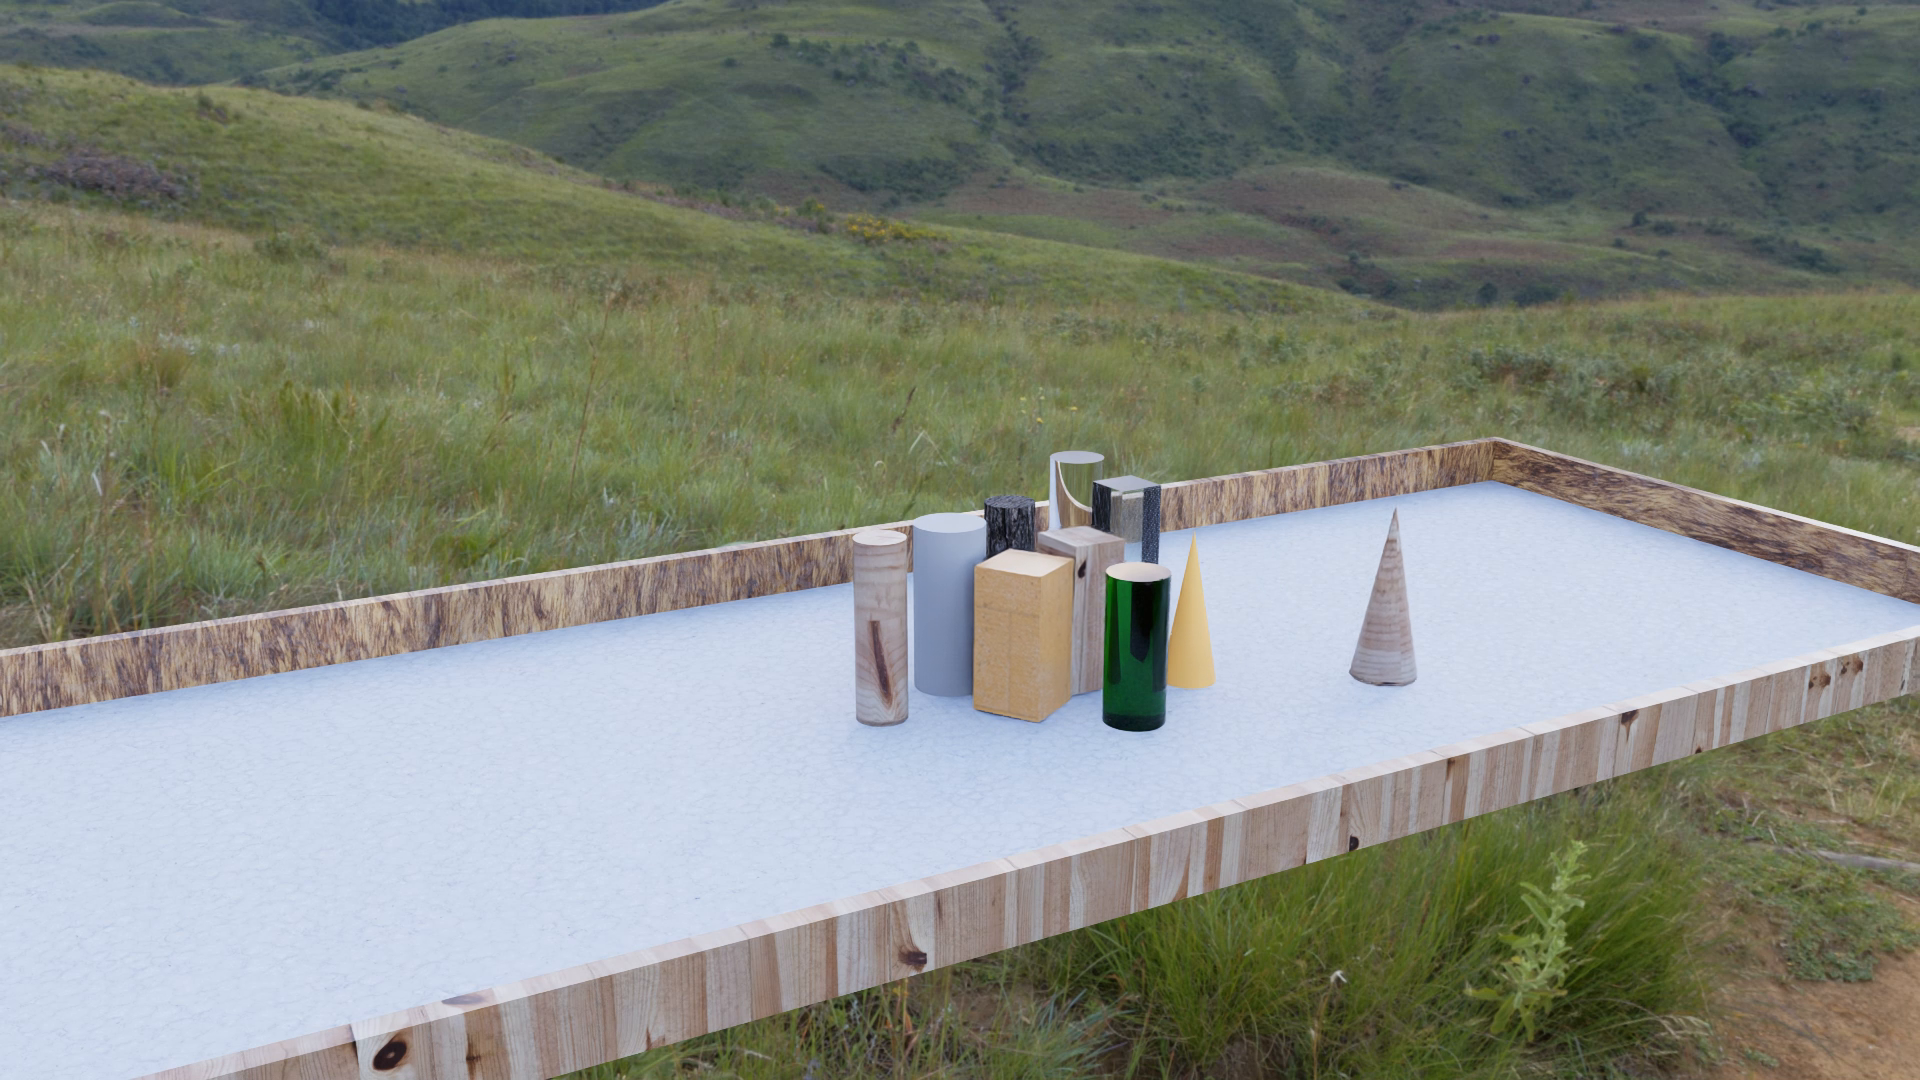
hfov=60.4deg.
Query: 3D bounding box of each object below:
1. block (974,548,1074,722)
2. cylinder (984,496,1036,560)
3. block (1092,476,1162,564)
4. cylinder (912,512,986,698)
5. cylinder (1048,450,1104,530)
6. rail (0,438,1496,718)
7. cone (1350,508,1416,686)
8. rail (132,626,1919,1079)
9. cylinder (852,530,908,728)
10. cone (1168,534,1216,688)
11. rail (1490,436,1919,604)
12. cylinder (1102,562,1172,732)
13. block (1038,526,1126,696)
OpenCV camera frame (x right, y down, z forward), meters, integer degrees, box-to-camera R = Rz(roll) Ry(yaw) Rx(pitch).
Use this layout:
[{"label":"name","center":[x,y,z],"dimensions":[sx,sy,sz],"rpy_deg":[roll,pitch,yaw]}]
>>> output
[{"label":"block","center":[0.152,0.226,3.947],"dimensions":[0.174,0.359,0.174],"rpy_deg":[9,18,28]},{"label":"cylinder","center":[0.129,0.092,4.334],"dimensions":[0.133,0.399,0.133],"rpy_deg":[0,16,0]},{"label":"block","center":[0.433,0.066,4.343],"dimensions":[0.126,0.444,0.126],"rpy_deg":[-10,19,-31]},{"label":"cylinder","center":[-0.025,0.159,4.071],"dimensions":[0.180,0.419,0.180],"rpy_deg":[0,16,0]},{"label":"cylinder","center":[0.319,-0.006,4.564],"dimensions":[0.149,0.458,0.149],"rpy_deg":[0,16,0]},{"label":"rail","center":[-3.305,0.497,3.399],"dimensions":[12.000,0.150,0.050],"rpy_deg":[-9,18,-27]},{"label":"cone","center":[1.075,0.126,4.128],"dimensions":[0.168,0.449,0.168],"rpy_deg":[0,16,0]},{"label":"rail","center":[-2.336,1.006,1.665],"dimensions":[12.000,0.150,0.050],"rpy_deg":[-9,18,-27]},{"label":"cylinder","center":[-0.185,0.207,3.861],"dimensions":[0.125,0.444,0.125],"rpy_deg":[0,16,0]},{"label":"cone","center":[0.576,0.163,4.109],"dimensions":[0.139,0.390,0.139],"rpy_deg":[0,16,0]},{"label":"rail","center":[2.466,-0.048,5.253],"dimensions":[0.050,0.150,2.100],"rpy_deg":[-9,18,-27]},{"label":"cylinder","center":[0.412,0.249,3.857],"dimensions":[0.151,0.367,0.151],"rpy_deg":[0,16,0]},{"label":"block","center":[0.290,0.173,4.084],"dimensions":[0.152,0.378,0.152],"rpy_deg":[-8,18,-34]}]
